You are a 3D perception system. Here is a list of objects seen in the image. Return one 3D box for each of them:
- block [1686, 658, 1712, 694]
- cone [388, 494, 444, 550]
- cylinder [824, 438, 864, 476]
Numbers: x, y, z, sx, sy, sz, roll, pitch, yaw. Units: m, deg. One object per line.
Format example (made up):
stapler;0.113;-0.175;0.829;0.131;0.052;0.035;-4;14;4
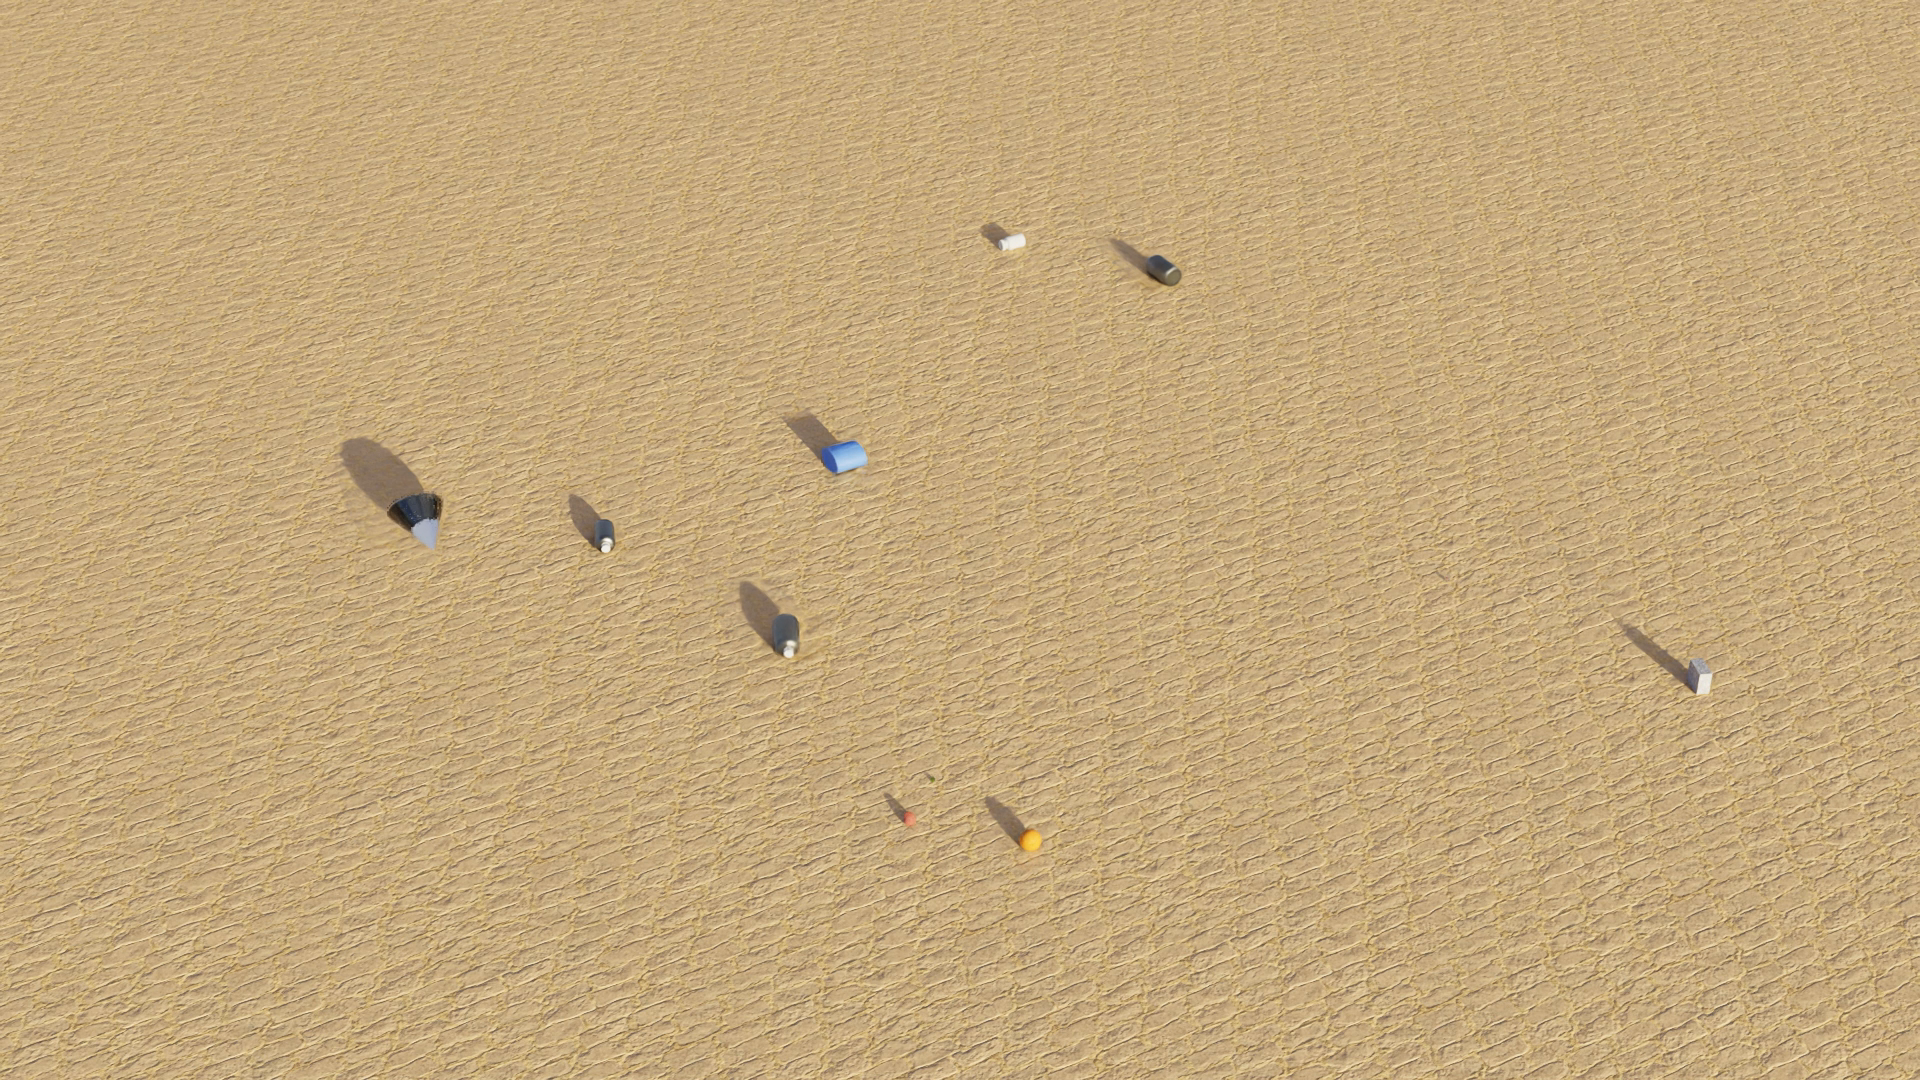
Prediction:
block;2.560;0.472;10.150;0.045;0.086;0.093;-5;34;-8
cone;-1.994;-0.039;10.920;0.237;0.197;0.189;8;50;-54
cylinder;-0.447;-0.321;11.349;0.127;0.091;0.143;-27;22;-3
